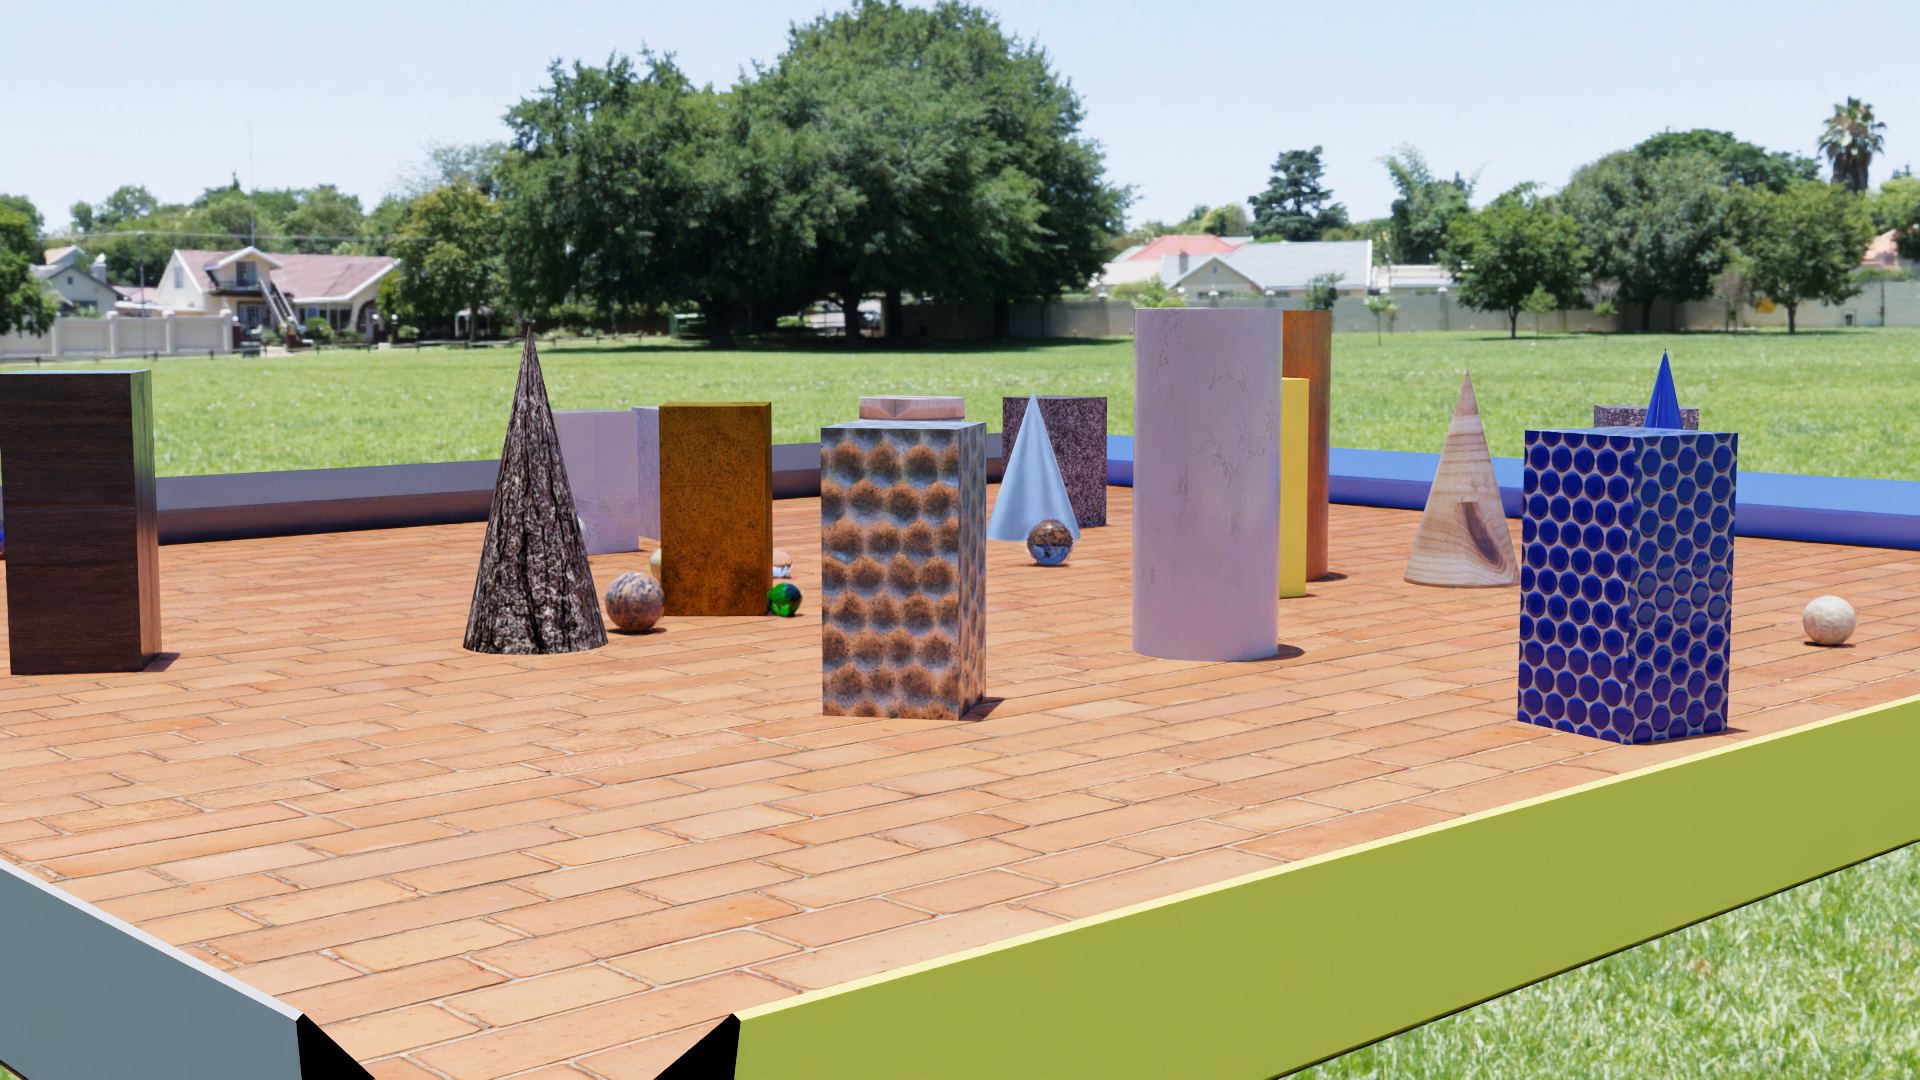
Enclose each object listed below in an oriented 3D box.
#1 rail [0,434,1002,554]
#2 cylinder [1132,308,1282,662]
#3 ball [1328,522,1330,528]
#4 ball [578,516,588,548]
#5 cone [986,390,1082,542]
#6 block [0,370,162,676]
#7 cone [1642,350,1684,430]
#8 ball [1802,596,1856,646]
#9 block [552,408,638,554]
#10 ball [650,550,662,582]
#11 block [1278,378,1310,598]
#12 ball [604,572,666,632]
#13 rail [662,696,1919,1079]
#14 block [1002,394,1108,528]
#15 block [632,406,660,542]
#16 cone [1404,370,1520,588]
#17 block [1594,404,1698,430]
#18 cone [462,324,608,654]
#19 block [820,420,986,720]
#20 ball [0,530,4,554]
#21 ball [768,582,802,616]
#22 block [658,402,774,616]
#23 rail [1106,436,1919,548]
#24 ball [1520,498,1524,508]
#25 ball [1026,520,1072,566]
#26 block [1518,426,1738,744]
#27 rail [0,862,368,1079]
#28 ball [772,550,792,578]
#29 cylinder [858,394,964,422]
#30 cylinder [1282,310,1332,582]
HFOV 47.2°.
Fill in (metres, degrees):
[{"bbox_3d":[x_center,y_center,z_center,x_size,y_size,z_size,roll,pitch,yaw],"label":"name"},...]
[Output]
[{"bbox_3d":[-1.104,-0.093,4.522,3.616,0.124,0.045,-6,8,-42],"label":"rail"},{"bbox_3d":[0.320,-0.077,2.851,0.190,0.444,0.190,0,6,0],"label":"cylinder"},{"bbox_3d":[0.680,-0.029,4.226,0.059,0.059,0.059,0,6,0],"label":"ball"},{"bbox_3d":[-0.696,-0.005,3.832,0.095,0.095,0.095,0,6,0],"label":"ball"},{"bbox_3d":[0.142,-0.149,4.279,0.190,0.288,0.190,0,6,0],"label":"cone"},{"bbox_3d":[-1.096,-0.027,2.747,0.152,0.366,0.152,-1,6,-11],"label":"block"},{"bbox_3d":[0.980,-0.074,3.076,0.190,0.390,0.190,0,6,0],"label":"cone"},{"bbox_3d":[1.151,0.106,2.913,0.066,0.066,0.066,0,6,0],"label":"ball"},{"bbox_3d":[-0.697,-0.109,4.048,0.152,0.257,0.152,-4,7,-36],"label":"block"},{"bbox_3d":[-0.471,0.041,3.555,0.061,0.061,0.061,0,6,0],"label":"ball"},{"bbox_3d":[0.434,-0.084,3.428,0.152,0.336,0.152,-3,7,-27],"label":"block"},{"bbox_3d":[-0.449,0.085,3.036,0.083,0.083,0.083,0,6,0],"label":"ball"},{"bbox_3d":[1.104,0.158,2.143,3.616,0.124,0.045,-6,8,-42],"label":"rail"},{"bbox_3d":[0.194,-0.162,4.514,0.152,0.263,0.152,5,8,41],"label":"block"},{"bbox_3d":[-0.541,-0.133,4.291,0.152,0.252,0.152,-3,7,-28],"label":"block"},{"bbox_3d":[0.821,-0.105,3.575,0.190,0.349,0.190,0,6,0],"label":"cone"},{"bbox_3d":[1.188,-0.095,3.826,0.152,0.274,0.152,1,6,8],"label":"block"},{"bbox_3d":[-0.564,-0.074,2.904,0.190,0.426,0.190,0,6,0],"label":"cone"},{"bbox_3d":[-0.060,0.029,2.453,0.152,0.316,0.152,1,6,12],"label":"block"},{"bbox_3d":[-1.725,0.004,3.898,0.063,0.063,0.063,0,6,0],"label":"ball"},{"bbox_3d":[-0.253,0.086,3.193,0.049,0.049,0.049,0,6,0],"label":"ball"},{"bbox_3d":[-0.358,-0.049,3.250,0.152,0.304,0.152,0,6,-1],"label":"block"},{"bbox_3d":[1.311,-0.095,4.535,0.045,0.124,3.303,-6,8,-42],"label":"rail"},{"bbox_3d":[1.204,-0.070,4.589,0.066,0.066,0.066,0,6,0],"label":"ball"},{"bbox_3d":[0.156,0.004,3.820,0.079,0.079,0.079,0,6,0],"label":"ball"},{"bbox_3d":[0.707,0.042,2.336,0.152,0.315,0.152,-4,7,-30],"label":"block"},{"bbox_3d":[-1.311,0.159,2.129,0.045,0.124,3.303,-6,8,-42],"label":"rail"},{"bbox_3d":[-0.301,0.039,3.646,0.046,0.046,0.046,0,6,0],"label":"ball"},{"bbox_3d":[-0.086,-0.114,3.954,0.190,0.286,0.190,0,6,0],"label":"cylinder"},{"bbox_3d":[0.518,-0.160,3.653,0.190,0.441,0.190,0,6,0],"label":"cylinder"}]
